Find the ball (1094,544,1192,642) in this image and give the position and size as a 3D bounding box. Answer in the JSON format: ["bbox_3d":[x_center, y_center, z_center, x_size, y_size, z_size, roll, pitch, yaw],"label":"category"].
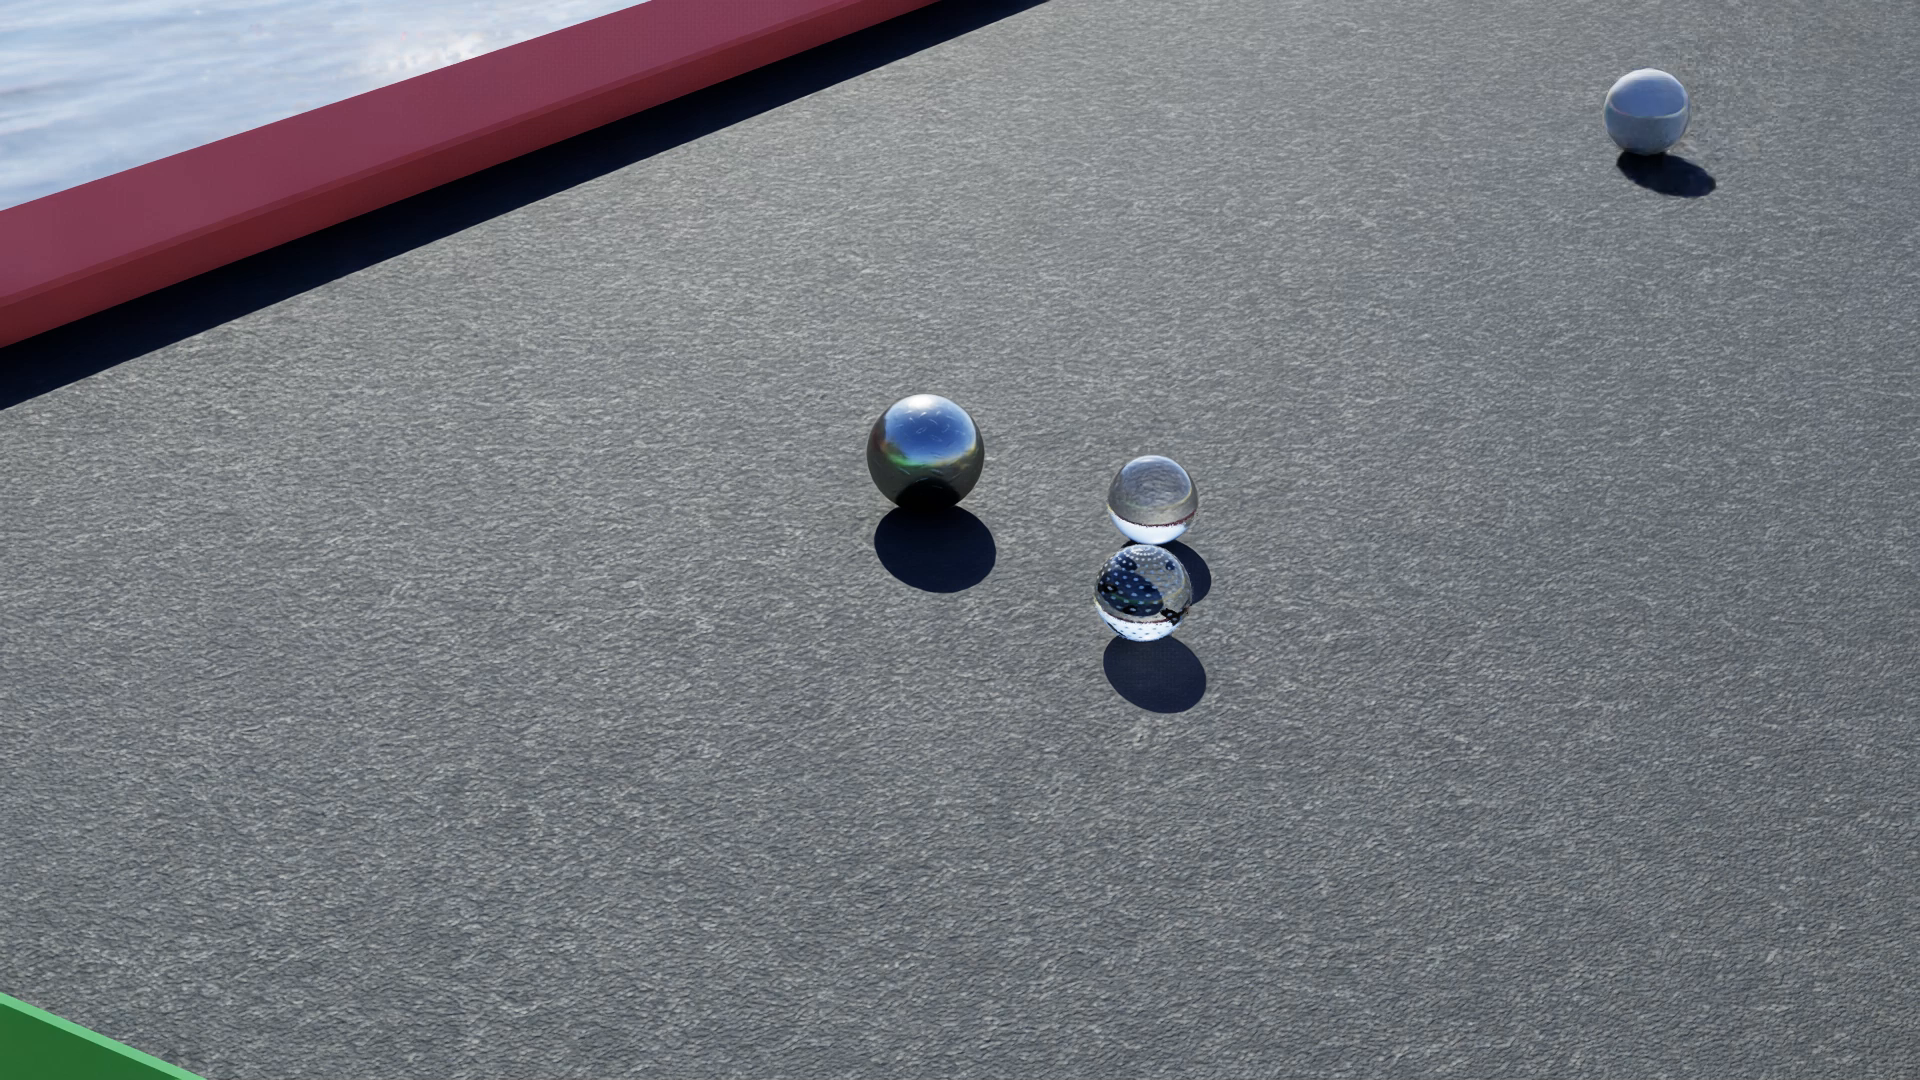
[{"bbox_3d":[0.115,0.033,1.854,0.062,0.062,0.062,0,24,0],"label":"ball"}]

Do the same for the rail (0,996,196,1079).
[{"bbox_3d":[-0.406,0.241,1.323,1.794,0.108,0.045,14,27,29],"label":"rail"}]

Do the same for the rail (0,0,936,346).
[{"bbox_3d":[-0.320,-0.474,2.947,0.045,0.108,3.144,14,27,29],"label":"rail"}]

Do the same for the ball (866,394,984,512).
[{"bbox_3d":[-0.024,-0.060,2.041,0.082,0.082,0.082,0,24,0],"label":"ball"}]

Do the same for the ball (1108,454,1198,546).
[{"bbox_3d":[0.130,-0.027,1.991,0.062,0.062,0.062,0,24,0],"label":"ball"}]

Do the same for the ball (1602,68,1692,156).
[{"bbox_3d":[0.664,-0.413,2.842,0.083,0.083,0.083,0,24,0],"label":"ball"}]
